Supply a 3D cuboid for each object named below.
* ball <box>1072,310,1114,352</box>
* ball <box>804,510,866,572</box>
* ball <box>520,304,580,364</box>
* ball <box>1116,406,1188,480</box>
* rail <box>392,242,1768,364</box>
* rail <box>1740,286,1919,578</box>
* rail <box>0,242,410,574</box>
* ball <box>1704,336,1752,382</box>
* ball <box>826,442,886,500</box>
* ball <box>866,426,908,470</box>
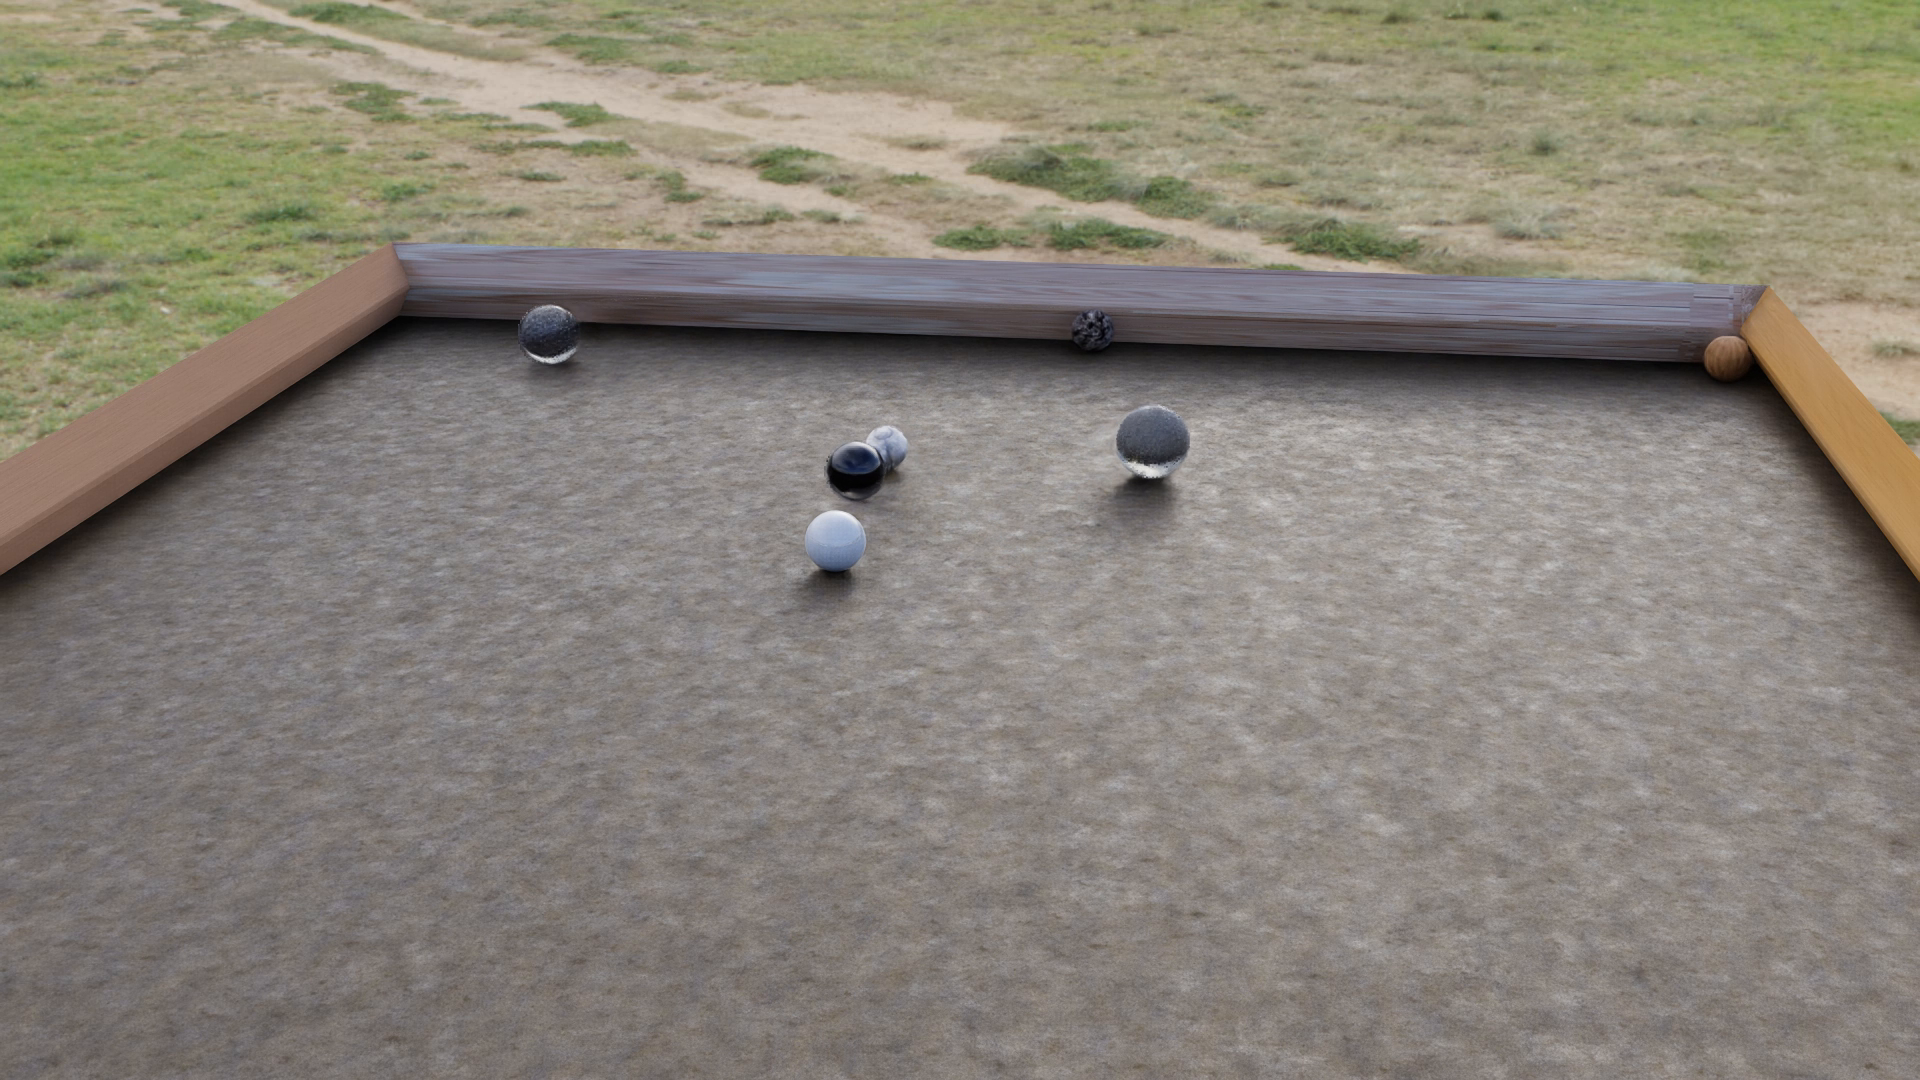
[{"bbox_3d":[0.217,-0.343,3.606,0.069,0.069,0.069,0,20,0],"label":"ball"},{"bbox_3d":[-0.151,0.001,2.660,0.075,0.075,0.075,0,20,0],"label":"ball"},{"bbox_3d":[-0.658,-0.330,3.533,0.095,0.095,0.095,0,20,0],"label":"ball"},{"bbox_3d":[0.261,-0.132,2.989,0.099,0.099,0.099,0,20,0],"label":"ball"},{"bbox_3d":[0.149,-0.391,3.649,2.294,0.129,0.045,3,20,8],"label":"rail"},{"bbox_3d":[0.960,0.401,1.488,0.045,0.129,4.380,3,20,8],"label":"rail"},{"bbox_3d":[-1.265,0.293,1.781,0.045,0.129,4.380,3,20,8],"label":"rail"},{"bbox_3d":[1.202,-0.285,3.442,0.072,0.072,0.072,0,20,0],"label":"ball"},{"bbox_3d":[-0.137,-0.091,2.908,0.078,0.078,0.078,0,20,0],"label":"ball"},{"bbox_3d":[-0.102,-0.127,3.032,0.059,0.059,0.059,0,20,0],"label":"ball"}]
